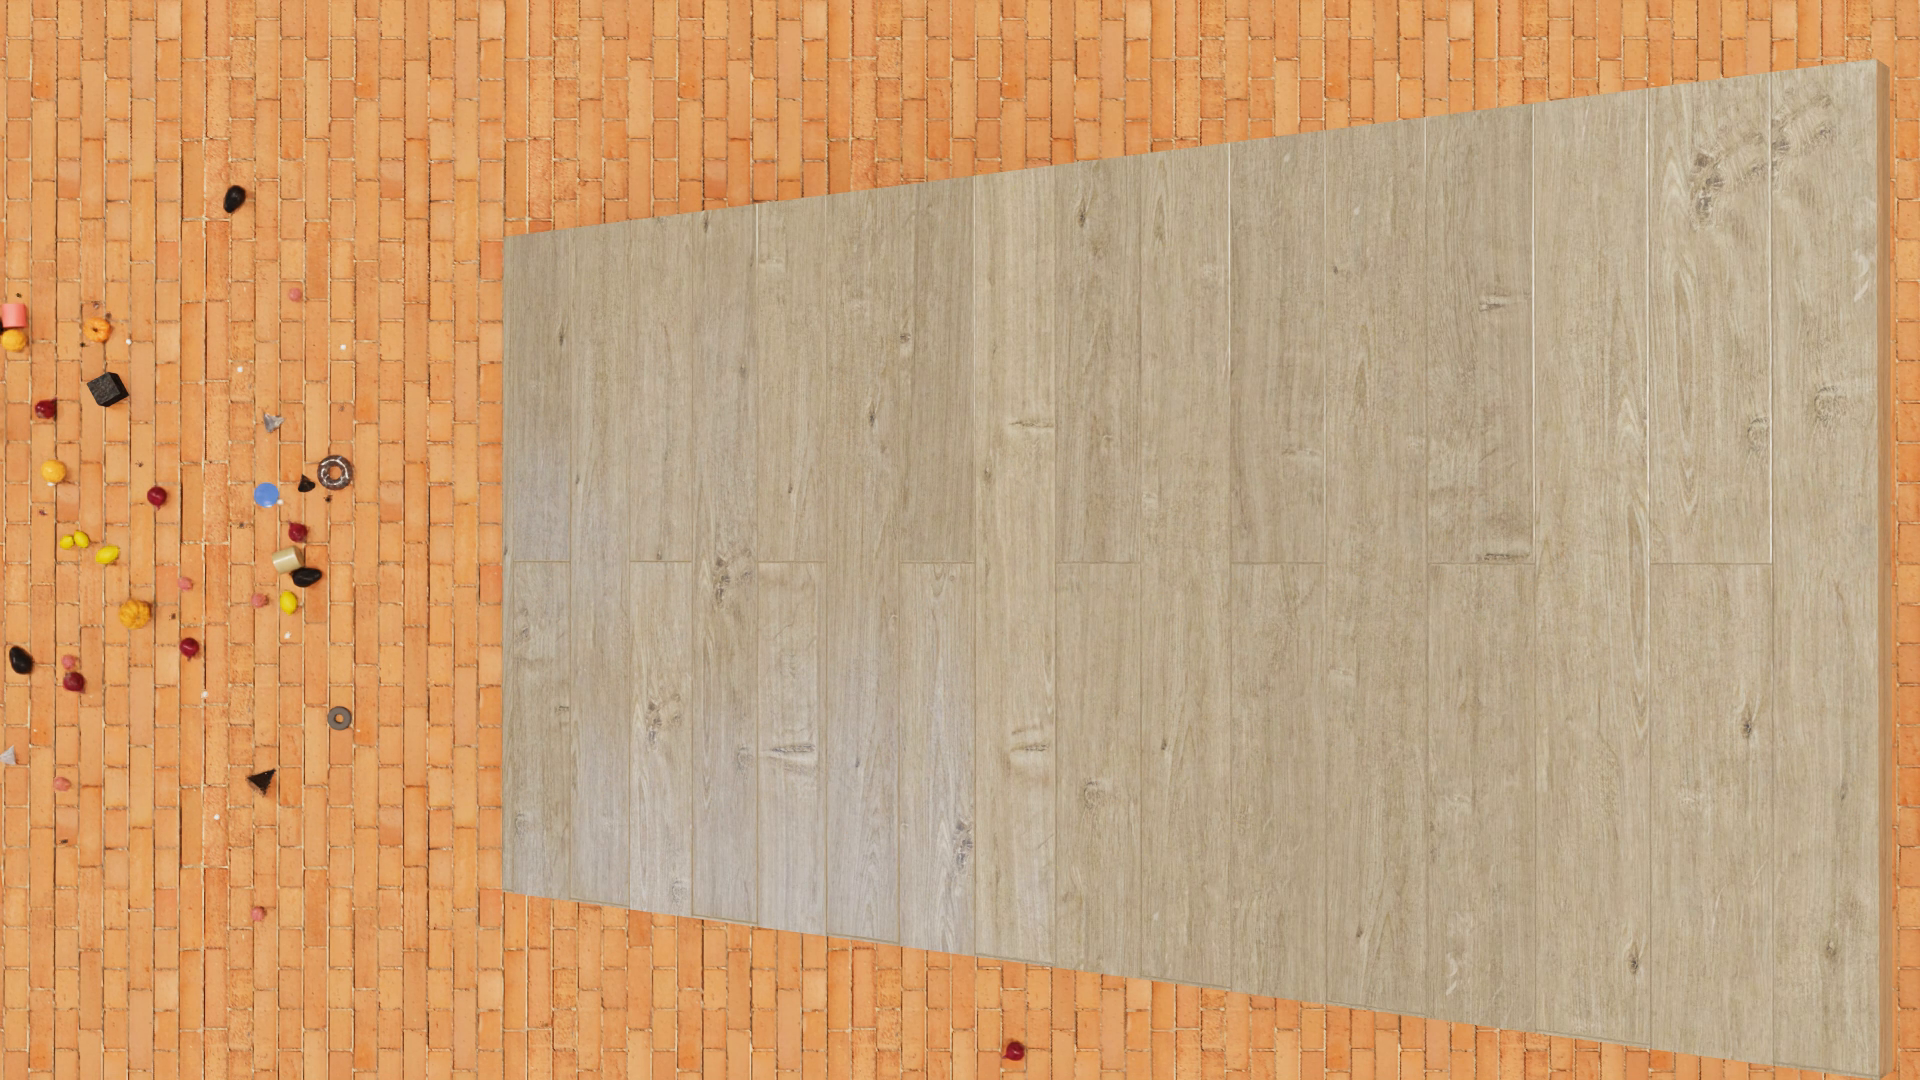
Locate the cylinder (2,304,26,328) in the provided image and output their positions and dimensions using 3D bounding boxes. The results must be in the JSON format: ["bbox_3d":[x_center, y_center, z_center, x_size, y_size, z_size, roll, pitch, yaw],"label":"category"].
[{"bbox_3d":[-2.910,-0.688,6.765,0.069,0.069,0.069,-4,90,0],"label":"cylinder"}]

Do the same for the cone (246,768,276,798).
[{"bbox_3d":[-2.139,0.734,6.770,0.085,0.085,0.085,43,63,0],"label":"cone"}]

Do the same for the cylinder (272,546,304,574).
[{"bbox_3d":[-2.064,0.061,6.758,0.072,0.072,0.072,-20,90,0],"label":"cylinder"}]

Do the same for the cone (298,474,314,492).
[{"bbox_3d":[-2.023,-0.185,6.784,0.054,0.054,0.054,-24,59,0],"label":"cone"}]

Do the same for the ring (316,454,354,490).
[{"bbox_3d":[-1.926,-0.207,6.778,0.113,0.038,0.113,0,90,-1],"label":"ring"}]

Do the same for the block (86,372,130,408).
[{"bbox_3d":[-2.619,-0.462,6.760,0.076,0.076,0.076,-29,90,0],"label":"block"}]

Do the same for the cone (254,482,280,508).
[{"bbox_3d":[-2.143,-0.140,6.757,0.078,0.078,0.078,0,90,0],"label":"cone"}]

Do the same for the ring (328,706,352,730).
[{"bbox_3d":[-1.913,0.550,6.779,0.075,0.025,0.075,0,91,1],"label":"ring"}]

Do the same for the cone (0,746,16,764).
[{"bbox_3d":[-2.926,0.655,6.777,0.057,0.057,0.057,12,62,0],"label":"cone"}]

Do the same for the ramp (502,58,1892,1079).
[{"bbox_3d":[0.231,0.065,5.549,4.000,0.100,2.000,0,89,37],"label":"ramp"}]

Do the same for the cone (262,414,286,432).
[{"bbox_3d":[-2.109,-0.369,6.783,0.064,0.064,0.064,-16,90,-27],"label":"cone"}]
